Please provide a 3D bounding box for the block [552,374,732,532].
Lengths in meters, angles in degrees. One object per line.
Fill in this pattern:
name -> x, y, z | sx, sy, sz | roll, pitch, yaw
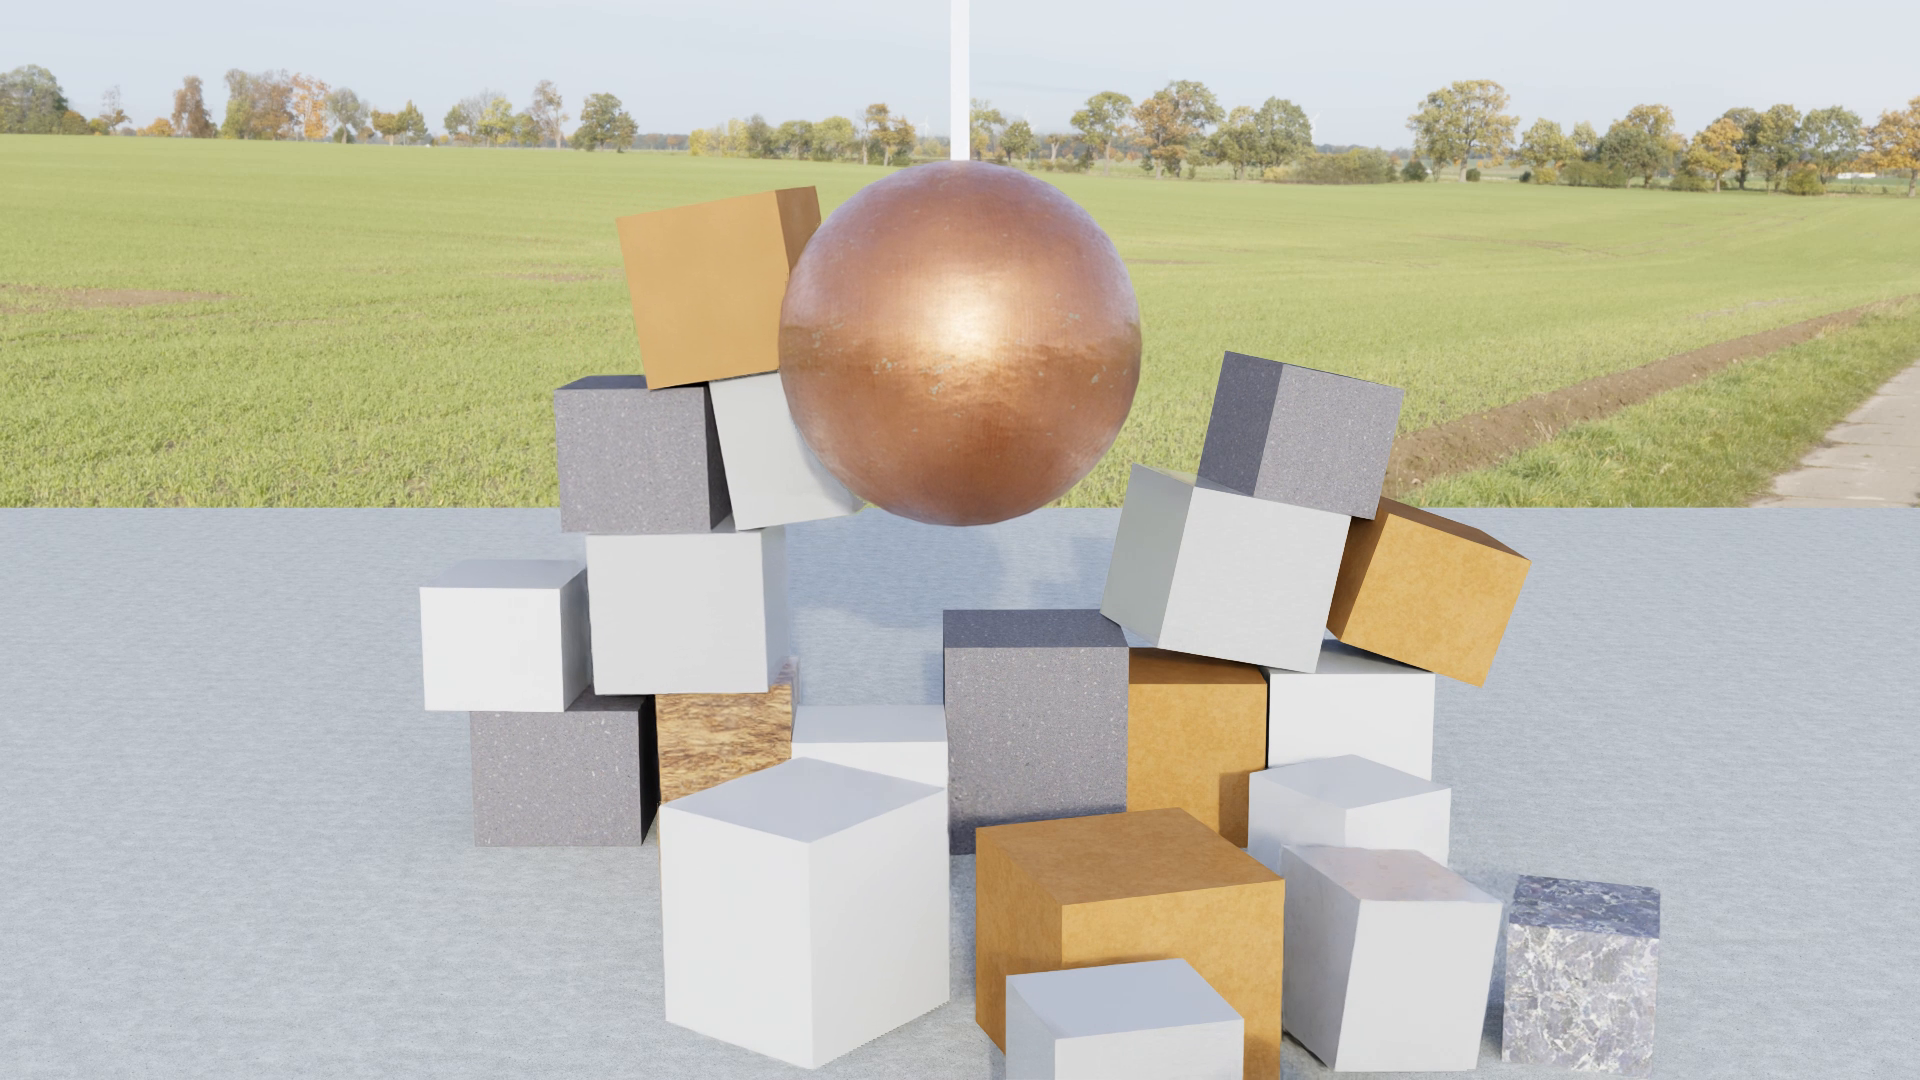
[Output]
block -> -1.577, -0.450, 11.106 | 0.747, 0.707, 0.670 | -1, 10, 6

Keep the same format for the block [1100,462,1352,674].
block -> 1.329, 0.131, 11.156 | 0.857, 0.804, 0.841 | 10, 7, -18

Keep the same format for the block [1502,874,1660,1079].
block -> 2.446, 1.703, 8.641 | 0.552, 0.558, 0.601 | 3, 11, 17

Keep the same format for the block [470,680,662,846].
block -> -2.024, 1.133, 11.374 | 0.839, 0.702, 0.743 | 0, 10, 0

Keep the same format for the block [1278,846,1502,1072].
block -> 1.627, 1.622, 8.570 | 0.605, 0.668, 0.654 | 4, 9, -19

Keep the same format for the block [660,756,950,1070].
block -> -0.617, 1.475, 8.887 | 0.786, 0.909, 0.853 | 8, 14, 37

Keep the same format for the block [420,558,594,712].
block -> -2.296, 0.477, 11.272 | 0.698, 0.624, 0.764 | 1, 10, 4

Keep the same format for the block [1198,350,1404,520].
block -> 1.718, -0.541, 11.159 | 0.669, 0.662, 0.745 | 10, 7, -17

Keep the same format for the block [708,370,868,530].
block -> -0.814, -0.511, 10.975 | 0.602, 0.754, 0.630 | -8, 9, 11

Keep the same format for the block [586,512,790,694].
block -> -1.365, 0.293, 11.199 | 0.865, 0.798, 0.813 | -1, 10, 4

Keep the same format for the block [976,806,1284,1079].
block -> 0.631, 1.599, 8.498 | 0.880, 0.814, 0.953 | -3, 11, -18

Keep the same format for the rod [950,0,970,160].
rod -> 0.000, -4.252, 9.807 | 0.080, 5.200, 0.080 | 0, -3, 0

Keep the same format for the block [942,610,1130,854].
block -> 0.369, 0.966, 11.304 | 0.904, 1.055, 0.890 | 0, 10, -1

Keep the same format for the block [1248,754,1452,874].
block -> 1.775, 1.405, 10.085 | 0.621, 0.627, 0.663 | -6, 12, -31

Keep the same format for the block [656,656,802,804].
block -> -1.174, 1.072, 11.367 | 0.677, 0.806, 0.641 | -2, 10, 0

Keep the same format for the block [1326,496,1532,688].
block -> 2.320, 0.223, 11.263 | 0.770, 0.677, 0.826 | 18, 9, -8

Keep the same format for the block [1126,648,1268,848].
block -> 1.179, 1.059, 11.379 | 0.689, 0.845, 0.809 | 0, 10, 0

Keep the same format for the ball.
ball -> 0.000, -0.856, 9.639 | 1.600, 1.600, 1.600 | 0, 10, 0

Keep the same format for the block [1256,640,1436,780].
block -> 1.952, 1.035, 11.384 | 0.816, 0.890, 0.779 | 0, 10, 0

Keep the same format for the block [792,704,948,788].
block -> -0.430, 1.248, 10.603 | 0.724, 0.751, 0.684 | 0, 10, -2

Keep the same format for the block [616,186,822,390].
block -> -1.119, -1.258, 10.872 | 0.801, 0.835, 0.777 | -8, 9, 12

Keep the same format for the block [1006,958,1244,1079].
block -> 0.540, 1.863, 7.389 | 0.642, 0.691, 0.561 | -3, 11, -15
